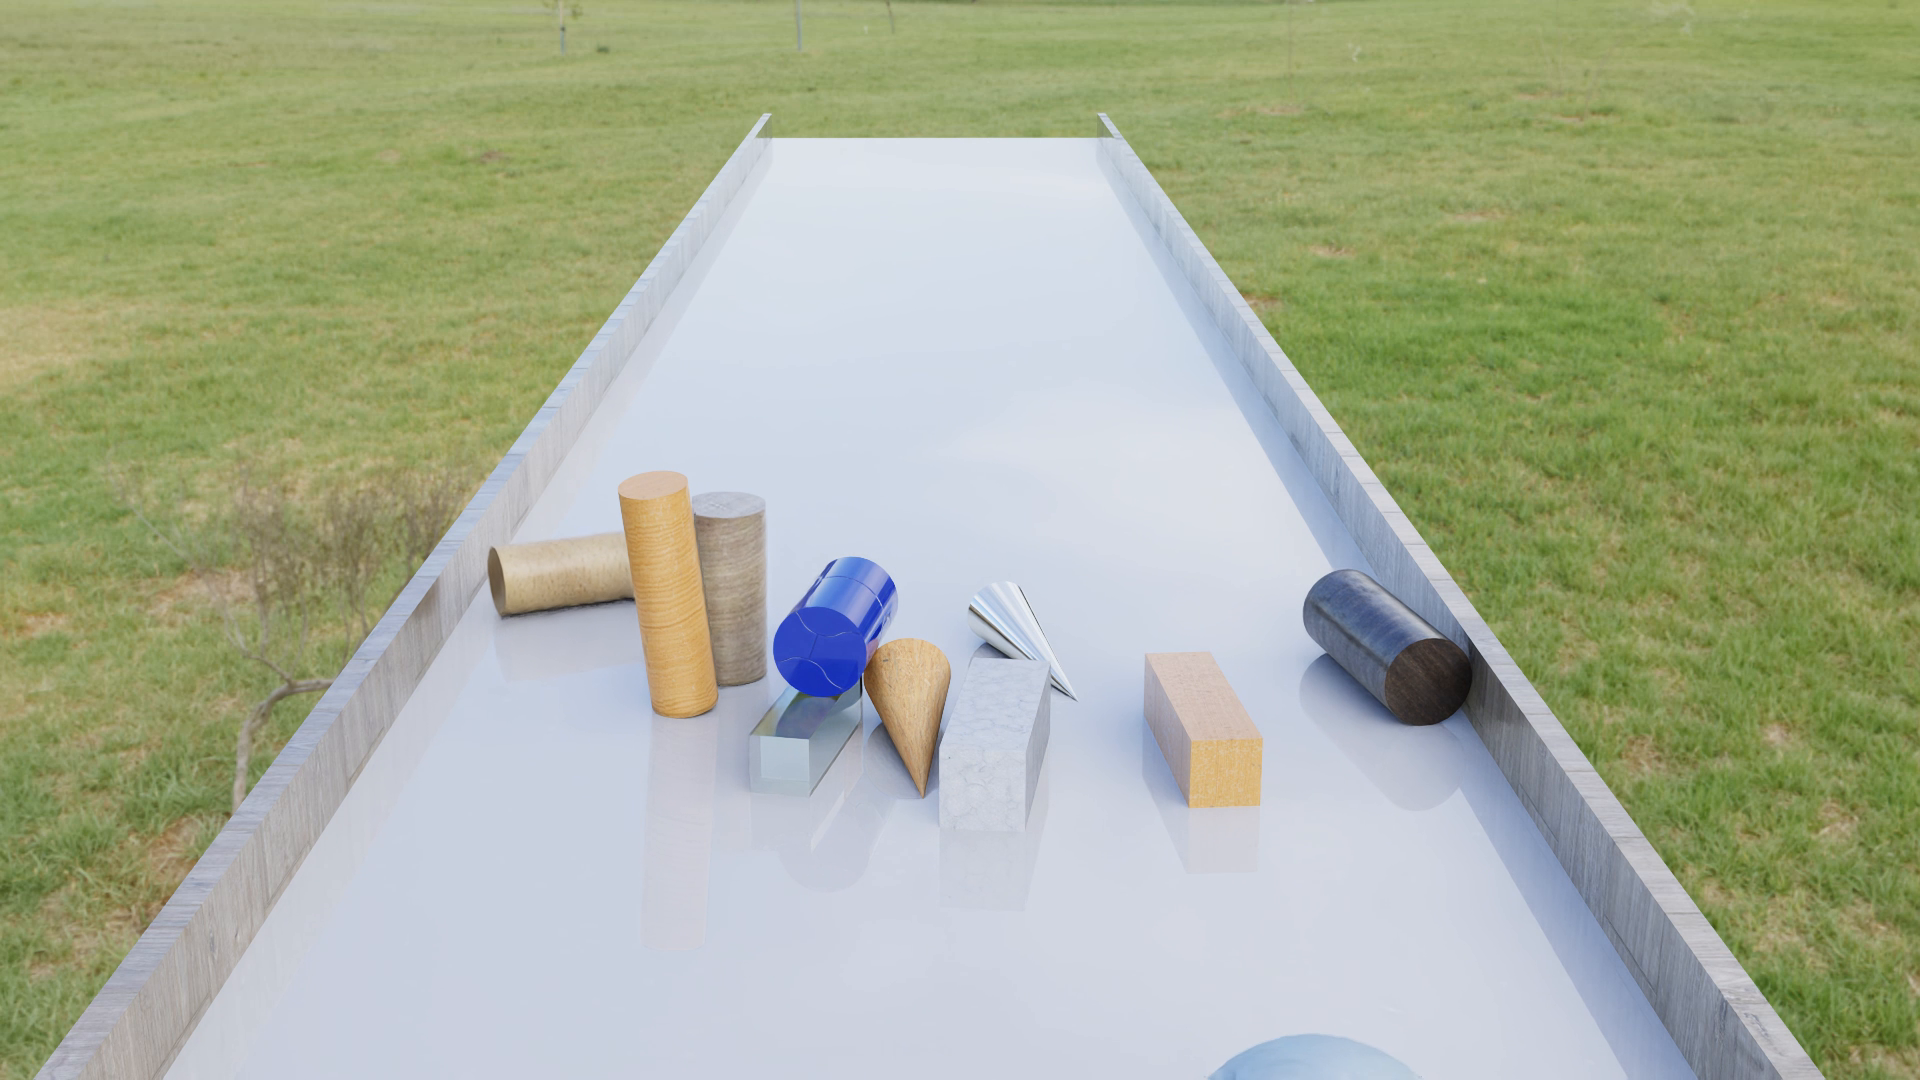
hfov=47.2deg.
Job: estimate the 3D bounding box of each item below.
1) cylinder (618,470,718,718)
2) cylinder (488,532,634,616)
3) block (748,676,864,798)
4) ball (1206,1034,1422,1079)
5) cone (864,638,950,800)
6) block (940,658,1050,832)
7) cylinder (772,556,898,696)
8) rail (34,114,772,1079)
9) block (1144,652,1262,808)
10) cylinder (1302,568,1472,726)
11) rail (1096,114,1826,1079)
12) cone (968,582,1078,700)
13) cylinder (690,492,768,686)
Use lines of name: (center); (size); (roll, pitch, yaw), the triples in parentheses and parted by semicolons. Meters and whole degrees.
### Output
cylinder: (-0.537, 0.103, 4.066); (0.127, 0.449, 0.127); (-4, 25, 2)
cylinder: (-0.808, 0.065, 4.751); (0.389, 0.147, 0.147); (-8, 18, -24)
block: (-0.270, 0.333, 3.920); (0.106, 0.106, 0.371); (3, 17, 11)
ball: (0.379, 0.691, 2.329); (0.327, 0.327, 0.327); (0, 17, 0)
cone: (-0.080, 0.347, 3.917); (0.164, 0.164, 0.401); (-1, 28, -5)
block: (0.066, 0.347, 3.810); (0.142, 0.142, 0.441); (2, 17, 7)
cylinder: (-0.225, 0.156, 4.034); (0.170, 0.170, 0.303); (3, 17, 9)
rail: (-1.118, -0.838, 7.780); (0.050, 0.150, 12.000); (0, 17, -1)
block: (0.426, 0.330, 3.904); (0.122, 0.122, 0.439); (-2, 17, -5)
cylinder: (0.819, 0.201, 4.250); (0.172, 0.172, 0.433); (-3, 17, -11)
rail: (0.932, -0.844, 7.801); (0.050, 0.150, 12.000); (0, 17, -1)
cone: (0.152, 0.227, 4.347); (0.134, 0.134, 0.390); (-7, 28, -22)
cylinder: (-0.457, 0.095, 4.286); (0.162, 0.347, 0.162); (1, 19, 0)
